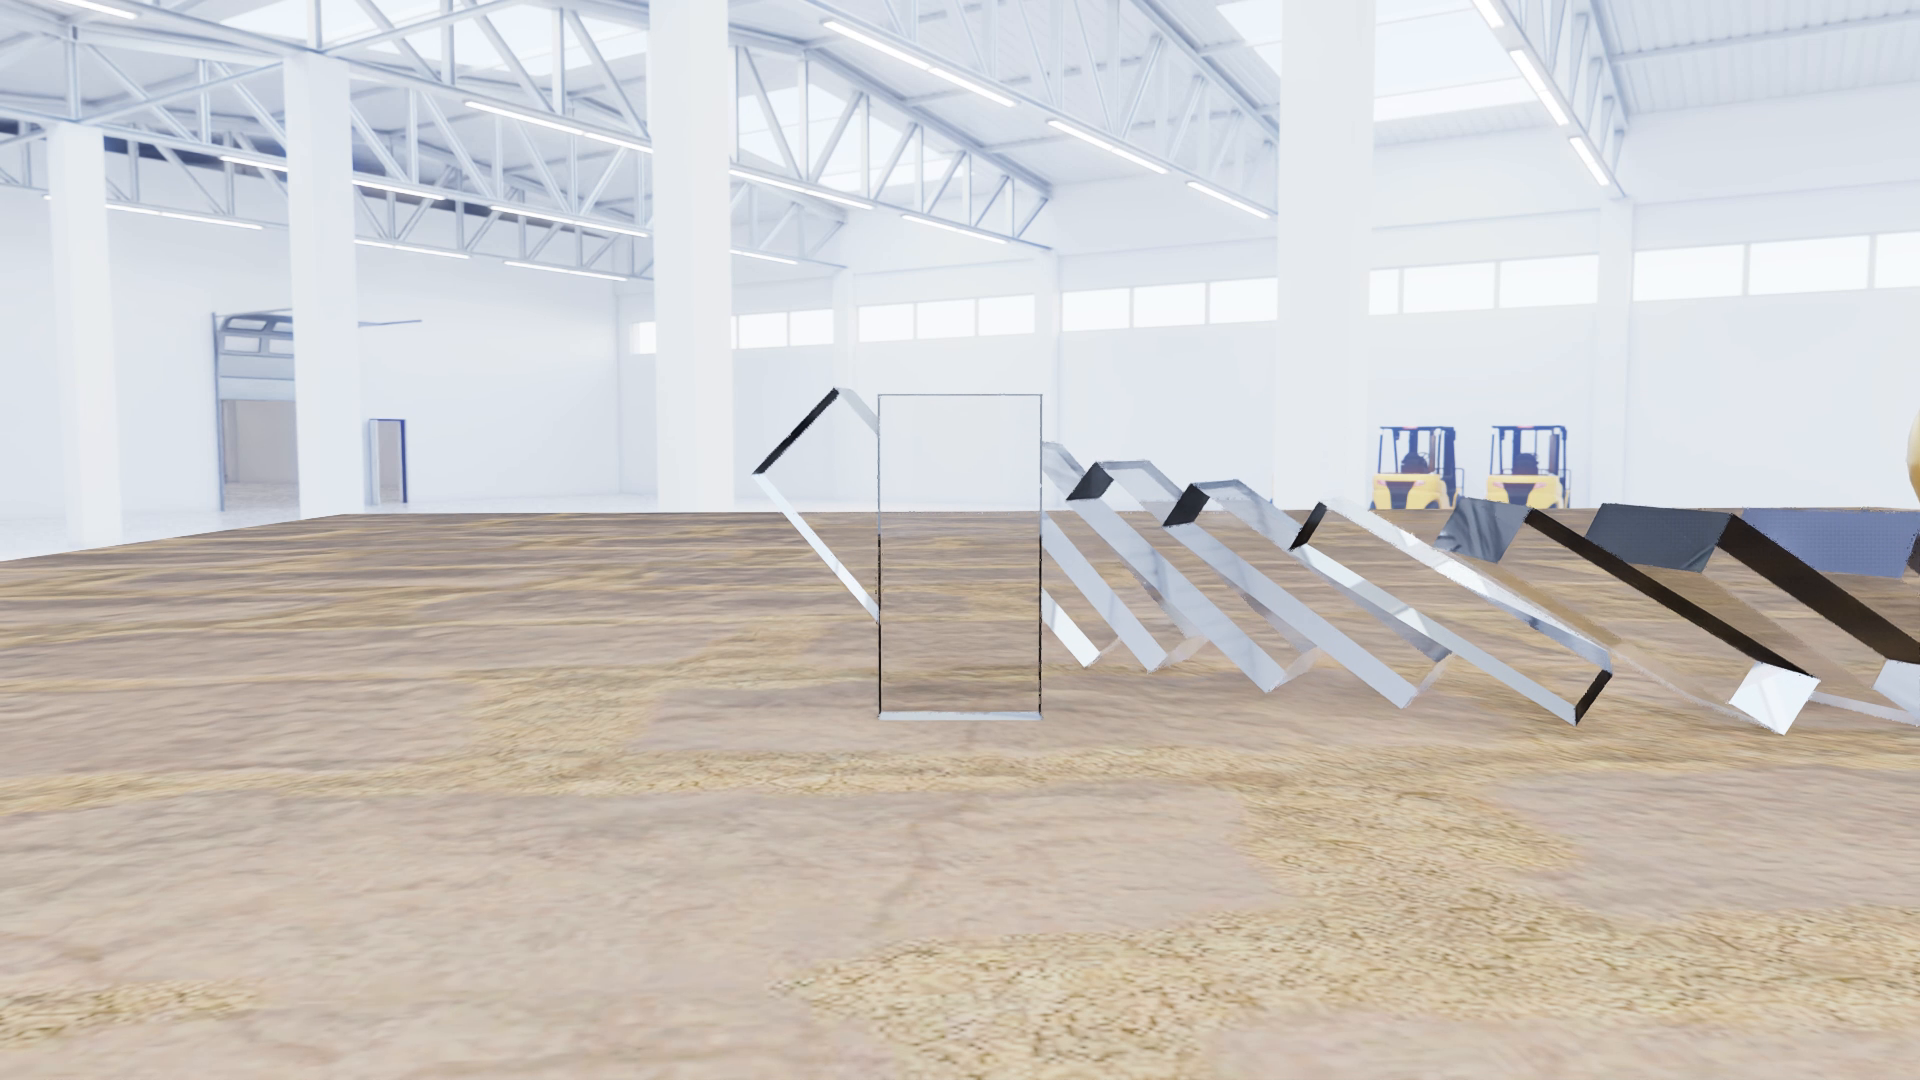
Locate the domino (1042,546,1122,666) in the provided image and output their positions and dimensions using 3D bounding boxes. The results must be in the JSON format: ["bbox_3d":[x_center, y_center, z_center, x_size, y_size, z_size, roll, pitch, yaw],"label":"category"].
[{"bbox_3d":[0.014,0.001,0.254,0.009,0.050,0.025,-44,-11,15],"label":"domino"}]

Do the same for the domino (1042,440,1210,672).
[{"bbox_3d":[0.028,0.002,0.249,0.009,0.050,0.025,-45,-17,19],"label":"domino"}]

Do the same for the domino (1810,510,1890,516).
[{"bbox_3d":[0.165,0.011,0.213,0.050,0.009,0.025,28,-8,-26],"label":"domino"}]

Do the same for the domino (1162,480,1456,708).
[{"bbox_3d":[0.062,0.008,0.225,0.050,0.010,0.025,40,22,23],"label":"domino"}]

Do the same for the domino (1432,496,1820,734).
[{"bbox_3d":[0.101,0.011,0.198,0.050,0.009,0.025,30,4,-3],"label":"domino"}]

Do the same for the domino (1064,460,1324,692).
[{"bbox_3d":[0.045,0.005,0.237,0.050,0.010,0.025,45,24,20],"label":"domino"}]

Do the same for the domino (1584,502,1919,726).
[{"bbox_3d":[0.123,0.011,0.197,0.050,0.009,0.025,29,-2,-15],"label":"domino"}]

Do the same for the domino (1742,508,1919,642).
[{"bbox_3d":[0.146,0.011,0.200,0.050,0.009,0.025,30,-9,-26],"label":"domino"}]

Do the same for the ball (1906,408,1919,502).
[{"bbox_3d":[0.374,-0.030,0.440,0.080,0.080,0.080,0,4,0],"label":"ball"}]

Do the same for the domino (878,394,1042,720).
[{"bbox_3d":[0.000,0.002,0.201,0.025,0.050,0.009,0,4,0],"label":"domino"}]

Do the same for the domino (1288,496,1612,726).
[{"bbox_3d":[0.081,0.010,0.212,0.050,0.010,0.025,34,17,19],"label":"domino"}]

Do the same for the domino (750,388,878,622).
[{"bbox_3d":[-0.015,-0.003,0.254,0.025,0.050,0.010,-44,-9,15],"label":"domino"}]

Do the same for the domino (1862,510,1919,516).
[{"bbox_3d":[0.184,0.010,0.225,0.050,0.009,0.025,27,-7,-22],"label":"domino"}]

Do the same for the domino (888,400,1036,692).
[{"bbox_3d":[0.001,0.001,0.223,0.025,0.050,0.009,0,4,4],"label":"domino"}]
